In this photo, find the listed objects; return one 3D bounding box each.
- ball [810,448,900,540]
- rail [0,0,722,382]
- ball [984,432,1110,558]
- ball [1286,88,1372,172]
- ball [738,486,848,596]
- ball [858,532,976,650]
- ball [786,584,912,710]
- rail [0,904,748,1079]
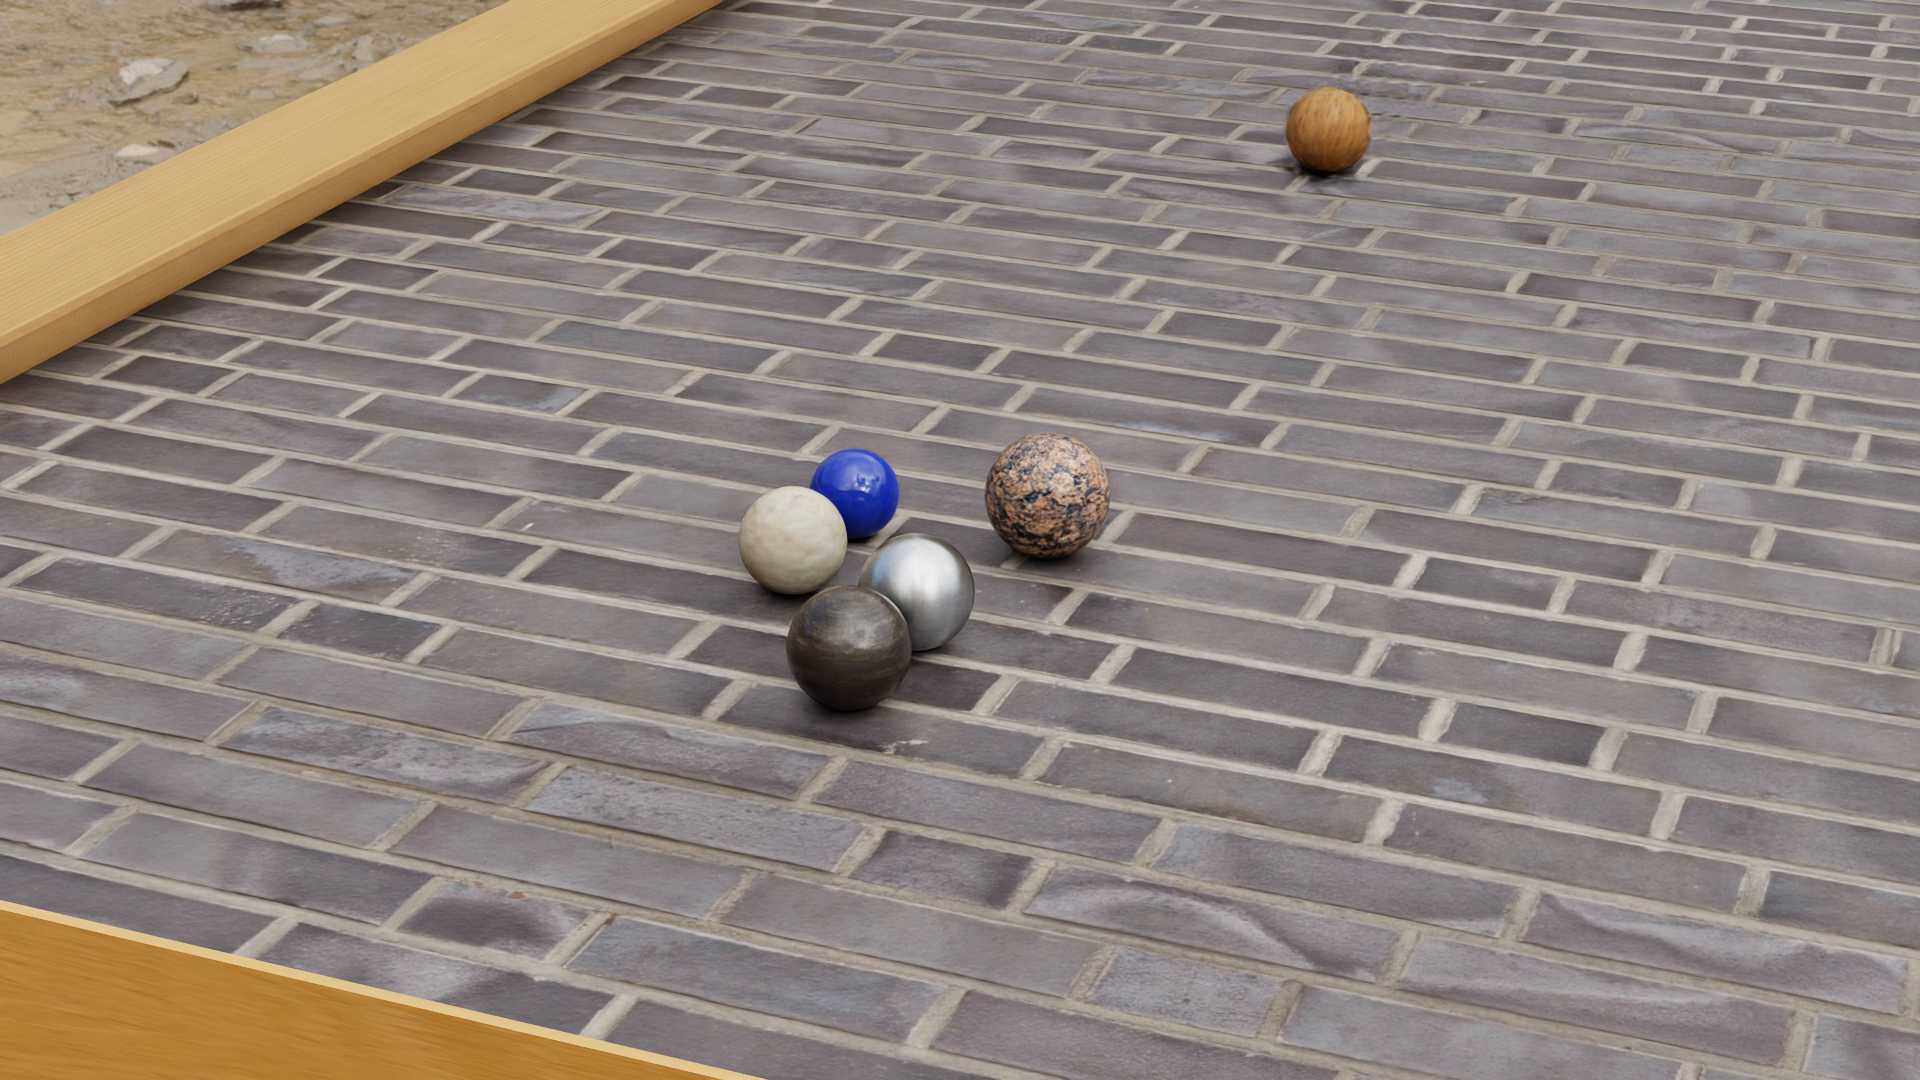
[{"bbox_3d":[-0.072,-0.031,1.994,0.062,0.062,0.062,0,24,0],"label":"ball"},{"bbox_3d":[-0.492,-0.406,2.757,0.045,0.110,2.774,9,26,19],"label":"rail"},{"bbox_3d":[0.058,-0.030,1.963,0.084,0.084,0.084,0,24,0],"label":"ball"},{"bbox_3d":[0.344,-0.382,2.744,0.079,0.079,0.079,0,24,0],"label":"ball"},{"bbox_3d":[-0.109,0.000,1.913,0.071,0.071,0.071,0,24,0],"label":"ball"},{"bbox_3d":[-0.027,0.032,1.839,0.074,0.074,0.074,0,24,0],"label":"ball"},{"bbox_3d":[-0.067,0.065,1.766,0.076,0.076,0.076,0,24,0],"label":"ball"},{"bbox_3d":[-0.245,0.241,1.335,1.650,0.110,0.045,9,26,19],"label":"rail"}]
